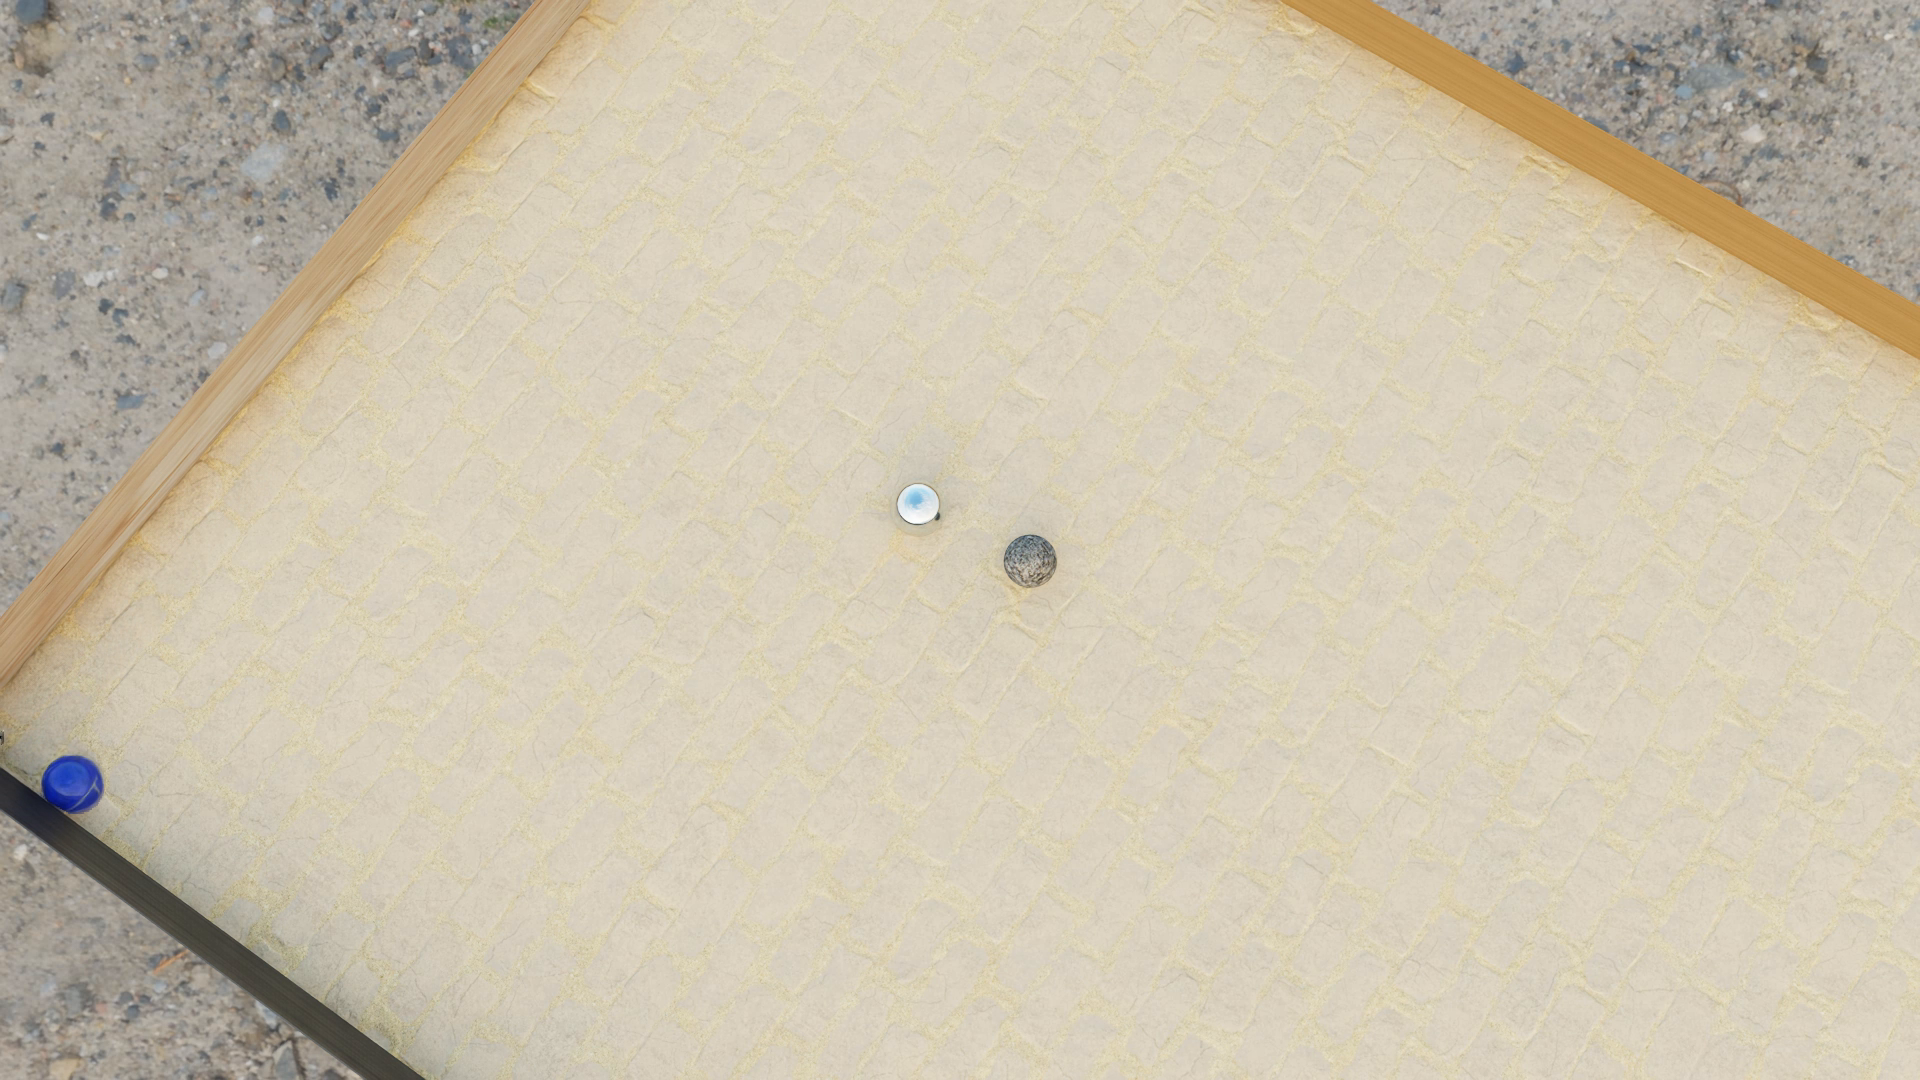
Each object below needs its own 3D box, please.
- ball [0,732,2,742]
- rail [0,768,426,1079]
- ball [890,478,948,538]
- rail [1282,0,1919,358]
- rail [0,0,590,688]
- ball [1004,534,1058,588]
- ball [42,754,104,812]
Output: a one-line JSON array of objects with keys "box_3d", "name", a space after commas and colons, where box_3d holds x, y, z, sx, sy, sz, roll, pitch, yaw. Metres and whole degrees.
[{"box_3d": [-1.485, 0.300, 3.340, 0.055, 0.055, 0.055, 0, 70, 0], "name": "ball"}, {"box_3d": [0.285, 1.460, 2.883, 4.444, 0.119, 0.045, 32, 73, 11], "name": "rail"}, {"box_3d": [-0.065, -0.050, 3.447, 0.092, 0.092, 0.092, 0, 70, 0], "name": "ball"}, {"box_3d": [1.555, -0.303, 3.523, 4.444, 0.119, 0.045, 32, 73, 11], "name": "rail"}, {"box_3d": [-0.900, -0.580, 3.624, 0.045, 0.119, 2.313, 32, 73, 11], "name": "rail"}, {"box_3d": [0.109, 0.033, 3.421, 0.083, 0.083, 0.083, 0, 70, 0], "name": "ball"}, {"box_3d": [-1.331, 0.366, 3.299, 0.086, 0.086, 0.086, 0, 70, 0], "name": "ball"}]
